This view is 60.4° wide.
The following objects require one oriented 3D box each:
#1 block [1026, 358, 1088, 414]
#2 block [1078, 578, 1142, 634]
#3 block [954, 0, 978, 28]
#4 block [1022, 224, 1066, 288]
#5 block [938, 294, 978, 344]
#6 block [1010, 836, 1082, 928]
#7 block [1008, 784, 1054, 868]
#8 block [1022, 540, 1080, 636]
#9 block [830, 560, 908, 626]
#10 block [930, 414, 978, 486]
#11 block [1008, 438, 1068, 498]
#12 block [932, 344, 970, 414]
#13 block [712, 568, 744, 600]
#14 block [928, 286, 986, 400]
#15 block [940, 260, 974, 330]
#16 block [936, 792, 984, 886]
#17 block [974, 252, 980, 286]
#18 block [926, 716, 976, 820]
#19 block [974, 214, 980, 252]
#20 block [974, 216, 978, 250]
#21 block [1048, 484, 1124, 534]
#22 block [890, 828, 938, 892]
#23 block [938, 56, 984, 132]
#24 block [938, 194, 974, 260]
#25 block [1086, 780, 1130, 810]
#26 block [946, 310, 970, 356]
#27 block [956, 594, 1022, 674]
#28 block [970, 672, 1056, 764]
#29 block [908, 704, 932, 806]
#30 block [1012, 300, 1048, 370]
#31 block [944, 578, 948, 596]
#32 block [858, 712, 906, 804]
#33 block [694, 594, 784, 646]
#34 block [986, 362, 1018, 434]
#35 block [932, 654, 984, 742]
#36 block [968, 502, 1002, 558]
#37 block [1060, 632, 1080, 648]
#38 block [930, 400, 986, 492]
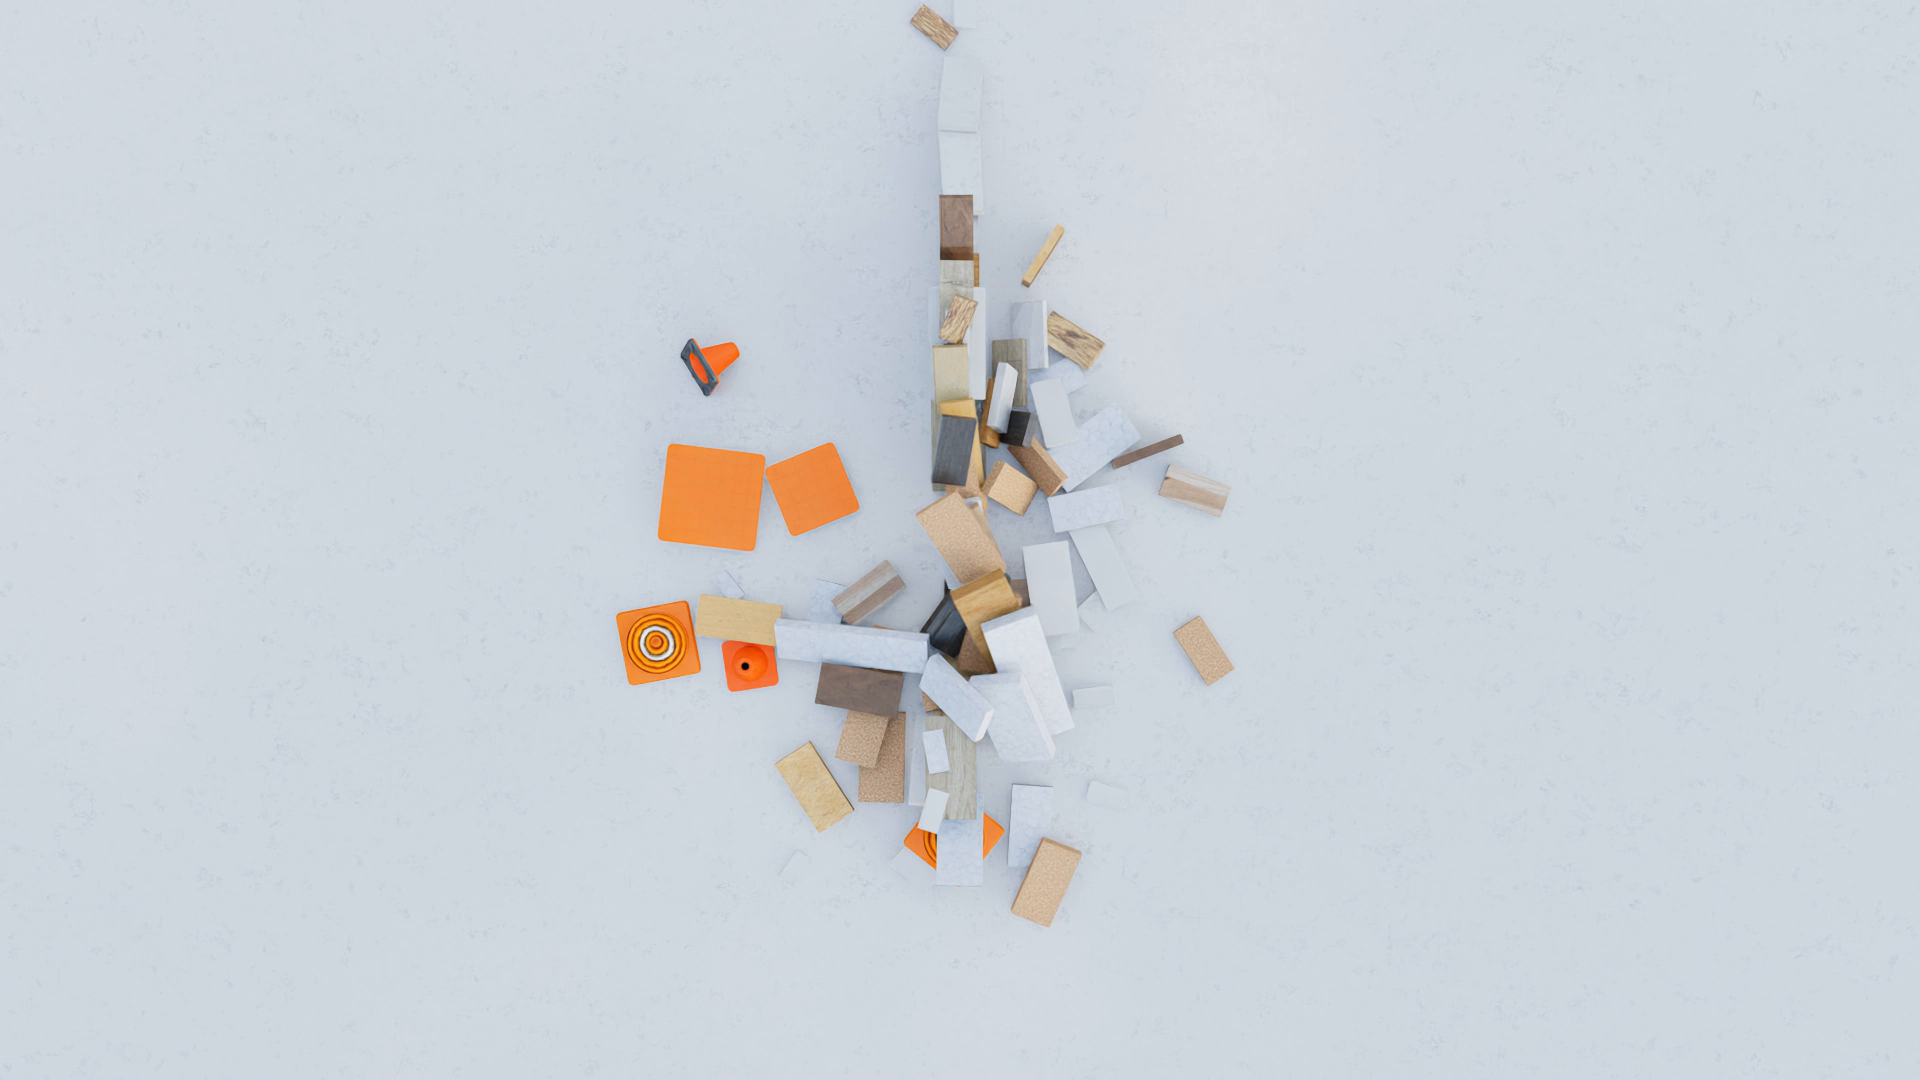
[{"bbox_3d":[0.304,-0.516,5.485,0.219,0.031,0.109,-28,90,0],"label":"block"},{"bbox_3d":[0.492,0.202,5.485,0.211,0.030,0.105,-43,90,0],"label":"block"},{"bbox_3d":[0.020,-1.781,5.489,0.075,0.021,0.150,2,90,0],"label":"block"},{"bbox_3d":[0.274,-0.937,5.446,0.030,0.107,0.214,33,90,0],"label":"block"},{"bbox_3d":[-0.006,-0.692,5.186,0.076,0.021,0.151,18,119,-11],"label":"block"},{"bbox_3d":[0.284,1.131,5.450,0.138,0.039,0.275,22,101,-4],"label":"block"},{"bbox_3d":[0.233,0.950,5.481,0.135,0.038,0.270,4,90,0],"label":"block"},{"bbox_3d":[0.299,0.161,5.413,0.149,0.042,0.299,-8,87,0],"label":"block"},{"bbox_3d":[-0.301,0.178,5.463,0.230,0.033,0.115,-37,98,-6],"label":"block"},{"bbox_3d":[-0.020,-0.283,5.218,0.110,0.031,0.221,6,110,-11],"label":"block"},{"bbox_3d":[0.254,-0.255,5.429,0.031,0.109,0.218,-33,78,-34],"label":"block"},{"bbox_3d":[-0.028,-0.511,5.249,0.110,0.031,0.221,-2,114,1],"label":"block"},{"bbox_3d":[-0.770,0.155,5.492,0.054,0.015,0.108,-39,90,0],"label":"block"},{"bbox_3d":[-0.009,-0.632,5.300,0.179,0.051,0.357,0,100,0],"label":"block"},{"bbox_3d":[-0.011,-0.779,5.232,0.107,0.030,0.214,1,100,0],"label":"block"},{"bbox_3d":[0.000,0.974,5.370,0.149,0.042,0.298,1,75,-1],"label":"block"},{"bbox_3d":[0.005,-0.828,5.457,0.119,0.034,0.239,0,103,0],"label":"block"},{"bbox_3d":[-0.029,0.736,5.322,0.164,0.047,0.329,0,79,0],"label":"block"},{"bbox_3d":[0.005,-0.986,5.483,0.119,0.034,0.238,0,90,0],"label":"block"},{"bbox_3d":[0.002,-1.065,5.430,0.119,0.034,0.239,2,66,1],"label":"block"},{"bbox_3d":[0.416,-0.104,5.447,0.237,0.034,0.118,-12,83,2],"label":"block"},{"bbox_3d":[-0.078,1.008,5.479,0.149,0.042,0.298,42,90,0],"label":"block"},{"bbox_3d":[0.003,-1.470,5.437,0.130,0.037,0.259,4,70,2],"label":"block"},{"bbox_3d":[-0.011,-0.908,5.264,0.107,0.030,0.396,-1,123,0],"label":"block"},{"bbox_3d":[0.491,0.849,5.491,0.134,0.019,0.067,16,90,0],"label":"block"},{"bbox_3d":[-0.007,-0.658,5.231,0.076,0.021,0.151,-1,121,1],"label":"block"},{"bbox_3d":[0.095,0.297,5.363,0.139,0.039,0.278,11,109,-17],"label":"block"},{"bbox_3d":[0.170,0.578,5.349,0.177,0.050,0.355,-7,127,22],"label":"block"},{"bbox_3d":[-0.073,0.709,5.412,0.164,0.047,0.329,4,66,1],"label":"block"},{"bbox_3d":[0.232,-0.677,5.462,0.111,0.031,0.222,-2,90,26],"label":"block"},{"bbox_3d":[0.005,0.126,5.455,0.113,0.032,0.225,1,103,-4],"label":"block"},{"bbox_3d":[-0.259,0.720,5.479,0.149,0.042,0.298,1,90,0],"label":"block"},{"bbox_3d":[-0.731,0.265,5.462,0.274,0.039,0.137,8,87,0],"label":"block"},{"bbox_3d":[0.139,-0.462,5.373,0.030,0.105,0.211,7,82,24],"label":"block"},{"bbox_3d":[-0.007,0.500,5.431,0.164,0.047,0.329,1,73,0],"label":"block"},{"bbox_3d":[0.050,-0.012,5.304,0.104,0.029,0.207,-23,119,3],"label":"block"},{"bbox_3d":[0.298,0.319,5.474,0.185,0.026,0.093,-8,89,-8],"label":"block"},{"bbox_3d":[-0.004,-0.340,5.424,0.179,0.051,0.357,-1,107,0],"label":"block"}]
